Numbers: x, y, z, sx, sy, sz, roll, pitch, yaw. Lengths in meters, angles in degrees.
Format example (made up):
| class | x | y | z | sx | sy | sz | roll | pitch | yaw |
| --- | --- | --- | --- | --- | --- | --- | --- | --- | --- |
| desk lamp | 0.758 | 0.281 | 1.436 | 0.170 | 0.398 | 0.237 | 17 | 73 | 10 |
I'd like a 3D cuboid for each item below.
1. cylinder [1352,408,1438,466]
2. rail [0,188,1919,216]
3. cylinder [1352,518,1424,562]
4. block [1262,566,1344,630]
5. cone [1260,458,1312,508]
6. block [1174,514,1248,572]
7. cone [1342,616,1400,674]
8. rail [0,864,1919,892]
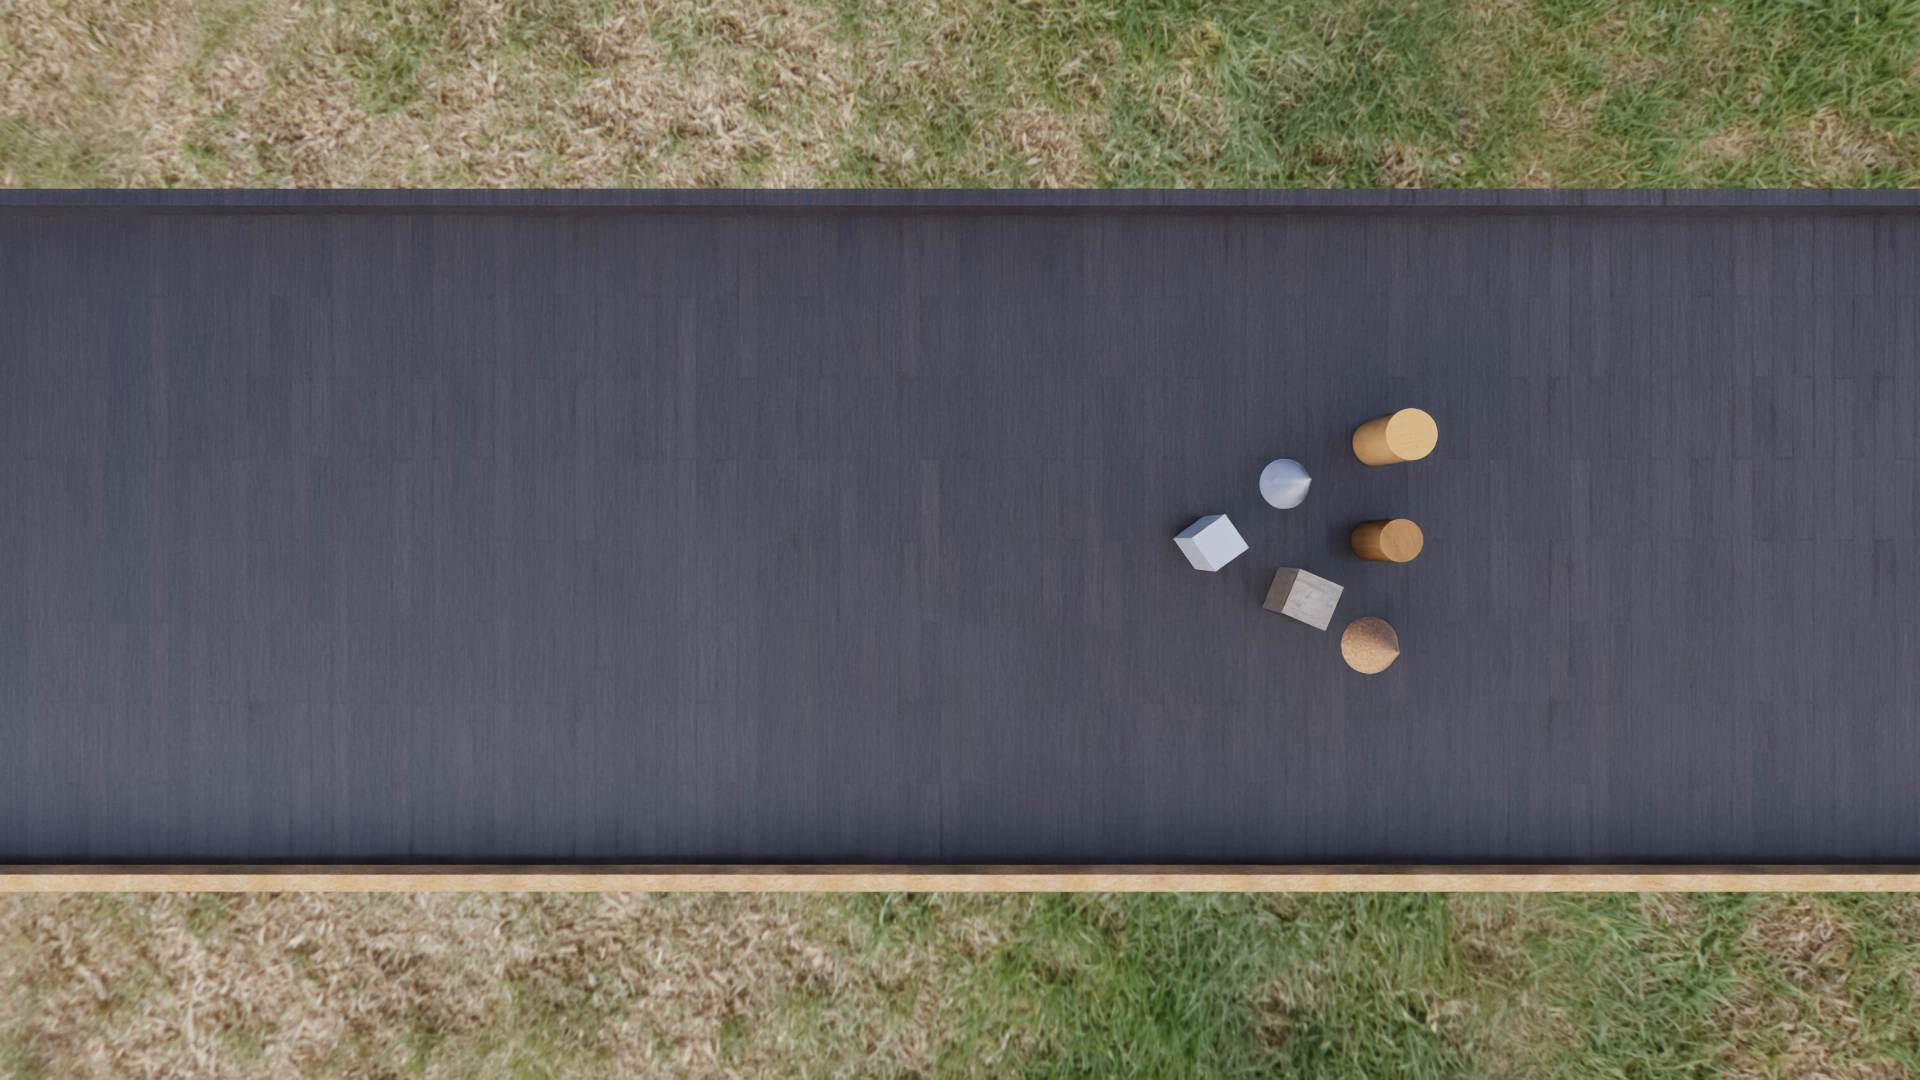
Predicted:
| class | x | y | z | sx | sy | sz | roll | pitch | yaw |
| --- | --- | --- | --- | --- | --- | --- | --- | --- | --- |
| cylinder | 1.281 | -0.300 | 4.876 | 0.147 | 0.400 | 0.147 | 0 | 90 | 0 |
| rail | -2.247 | -1.025 | 5.002 | 12.000 | 0.150 | 0.050 | 0 | 90 | 0 |
| cylinder | 1.267 | 0.001 | 4.905 | 0.125 | 0.344 | 0.125 | 0 | 90 | 0 |
| block | 1.019 | 0.173 | 4.919 | 0.137 | 0.315 | 0.137 | 23 | 90 | 0 |
| cone | 0.999 | -0.173 | 4.882 | 0.155 | 0.389 | 0.155 | 0 | 90 | 0 |
| block | 0.737 | 0.008 | 4.872 | 0.117 | 0.409 | 0.117 | -35 | 90 | 0 |
| cone | 1.261 | 0.324 | 4.902 | 0.175 | 0.348 | 0.175 | 0 | 90 | 0 |
| rail | -2.247 | 1.025 | 5.001 | 12.000 | 0.150 | 0.050 | 0 | 90 | 0 |
